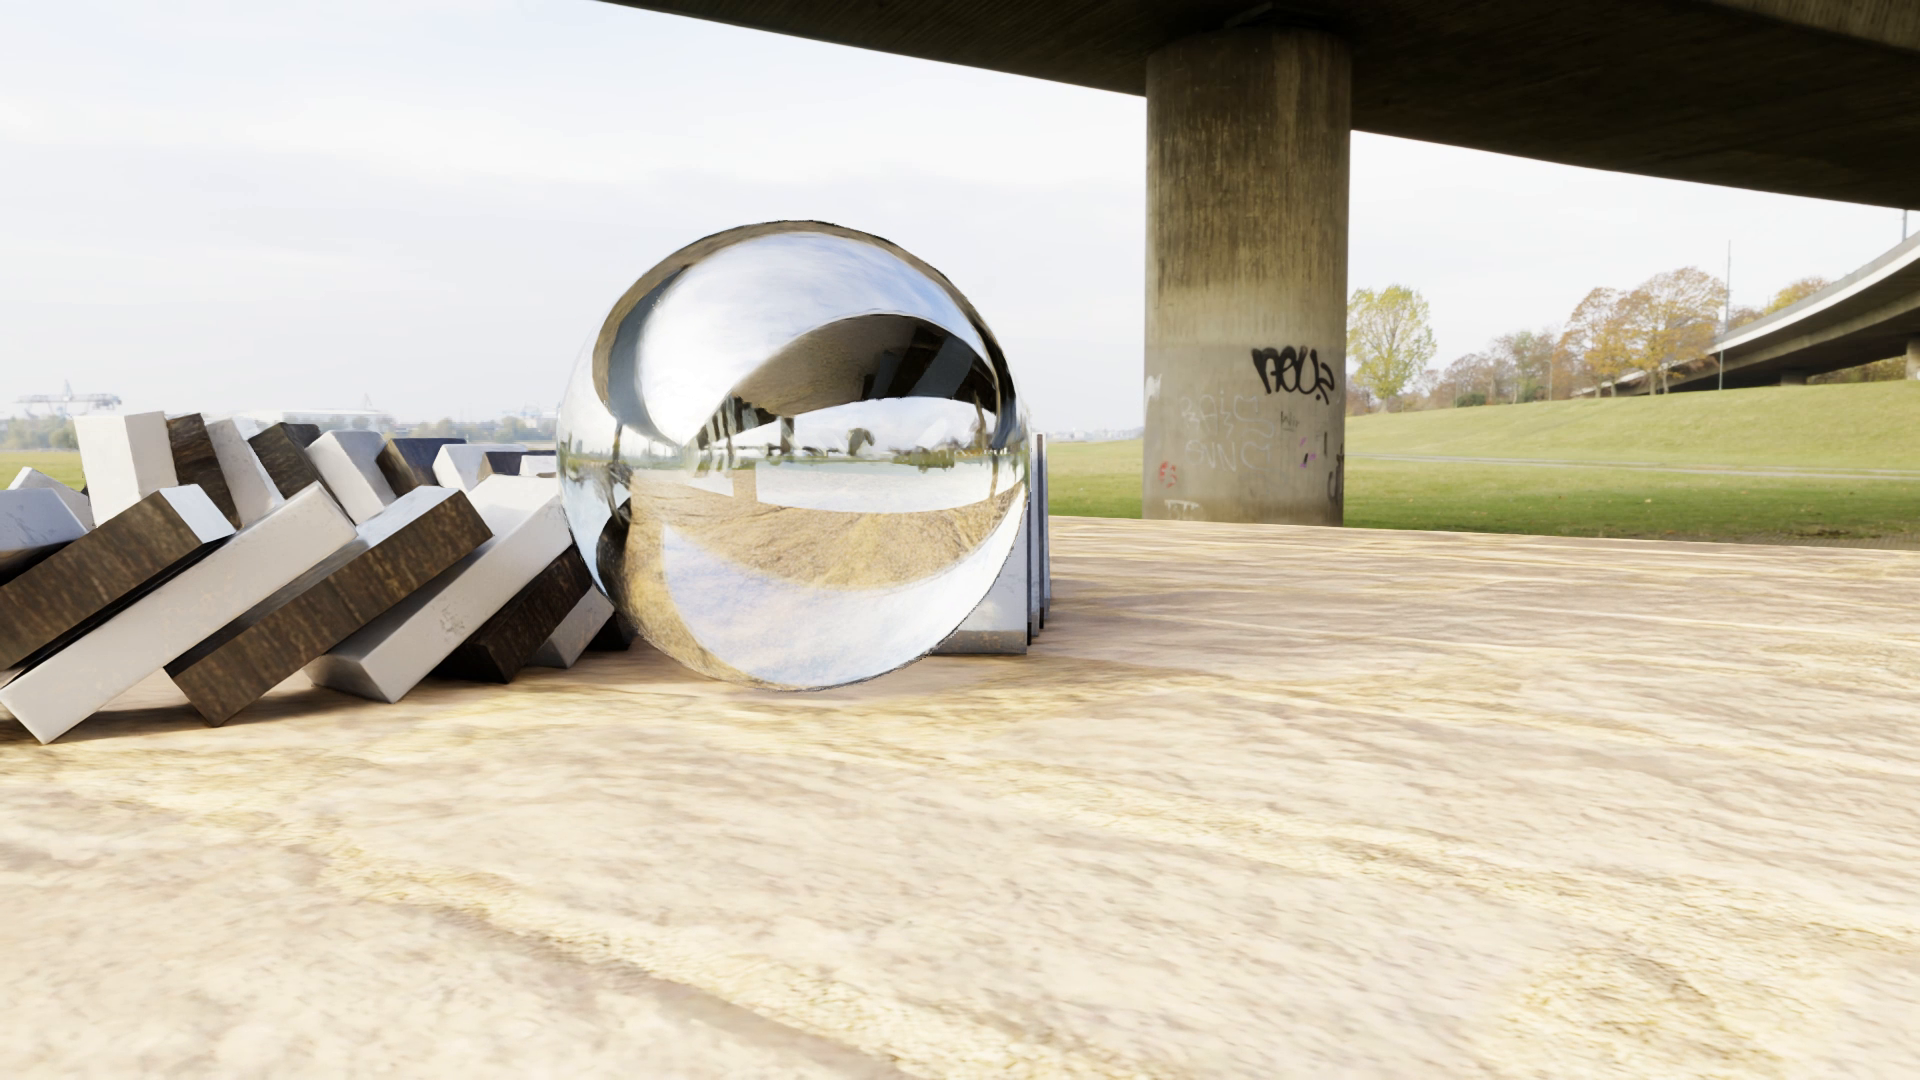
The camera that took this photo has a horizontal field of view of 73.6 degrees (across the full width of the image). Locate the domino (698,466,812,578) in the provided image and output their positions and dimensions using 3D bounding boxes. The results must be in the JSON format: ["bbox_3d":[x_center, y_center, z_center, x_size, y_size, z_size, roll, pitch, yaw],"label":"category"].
[{"bbox_3d":[-0.063,-0.007,0.428,0.025,0.009,0.050,-5,39,-49],"label":"domino"}]

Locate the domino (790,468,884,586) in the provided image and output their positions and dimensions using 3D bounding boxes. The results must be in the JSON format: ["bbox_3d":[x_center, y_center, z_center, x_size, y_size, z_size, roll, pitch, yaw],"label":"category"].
[{"bbox_3d":[-0.032,-0.005,0.404,0.025,0.009,0.050,-3,37,-35],"label":"domino"}]

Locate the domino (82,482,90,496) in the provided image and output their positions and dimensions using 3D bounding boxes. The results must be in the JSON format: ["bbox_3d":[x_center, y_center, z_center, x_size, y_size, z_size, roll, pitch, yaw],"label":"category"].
[{"bbox_3d":[-0.260,-0.007,0.423,0.050,0.009,0.025,35,-14,-27],"label":"domino"}]

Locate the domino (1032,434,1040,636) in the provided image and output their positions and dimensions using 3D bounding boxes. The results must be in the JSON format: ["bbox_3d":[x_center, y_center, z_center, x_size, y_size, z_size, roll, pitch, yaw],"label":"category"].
[{"bbox_3d":[0.005,-0.002,0.294,0.025,0.050,0.009,0,-35,2],"label":"domino"}]

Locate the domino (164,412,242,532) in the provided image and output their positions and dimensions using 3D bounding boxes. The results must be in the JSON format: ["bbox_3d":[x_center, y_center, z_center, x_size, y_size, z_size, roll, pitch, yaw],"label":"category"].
[{"bbox_3d":[-0.203,-0.008,0.341,0.025,0.050,0.009,4,22,41],"label":"domino"}]

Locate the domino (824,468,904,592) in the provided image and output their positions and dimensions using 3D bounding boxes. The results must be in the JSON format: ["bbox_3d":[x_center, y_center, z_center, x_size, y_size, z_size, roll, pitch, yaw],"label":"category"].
[{"bbox_3d":[-0.020,-0.004,0.390,0.025,0.010,0.050,-3,38,-32],"label":"domino"}]

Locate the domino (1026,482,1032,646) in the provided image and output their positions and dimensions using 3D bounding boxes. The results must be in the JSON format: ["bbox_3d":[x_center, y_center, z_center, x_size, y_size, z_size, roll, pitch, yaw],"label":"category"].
[{"bbox_3d":[0.003,-0.001,0.282,0.025,0.050,0.009,0,-34,2],"label":"domino"}]

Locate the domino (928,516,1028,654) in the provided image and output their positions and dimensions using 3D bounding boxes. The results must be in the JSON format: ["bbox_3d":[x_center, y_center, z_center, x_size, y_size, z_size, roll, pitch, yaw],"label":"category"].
[{"bbox_3d":[0.002,0.000,0.270,0.025,0.050,0.009,0,-34,3],"label":"domino"}]

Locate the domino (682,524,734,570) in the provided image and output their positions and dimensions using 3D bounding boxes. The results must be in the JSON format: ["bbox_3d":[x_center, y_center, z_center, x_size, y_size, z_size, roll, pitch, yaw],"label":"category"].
[{"bbox_3d":[-0.095,-0.008,0.447,0.050,0.009,0.025,38,22,24],"label":"domino"}]

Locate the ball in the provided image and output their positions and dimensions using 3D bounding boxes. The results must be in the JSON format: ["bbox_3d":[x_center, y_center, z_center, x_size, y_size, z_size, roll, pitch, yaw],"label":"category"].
[{"bbox_3d":[-0.028,-0.014,0.220,0.080,0.080,0.080,0,4,0],"label":"ball"}]

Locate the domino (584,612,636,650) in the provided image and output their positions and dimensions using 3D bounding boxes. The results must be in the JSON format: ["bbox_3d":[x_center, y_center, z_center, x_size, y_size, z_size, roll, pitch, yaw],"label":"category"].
[{"bbox_3d":[-0.078,0.003,0.282,0.025,0.009,0.050,1,40,9],"label":"domino"}]

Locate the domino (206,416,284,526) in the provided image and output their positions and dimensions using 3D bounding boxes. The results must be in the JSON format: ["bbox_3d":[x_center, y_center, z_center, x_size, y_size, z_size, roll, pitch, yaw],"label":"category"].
[{"bbox_3d":[-0.191,-0.009,0.354,0.010,0.050,0.025,-25,11,-14],"label":"domino"}]

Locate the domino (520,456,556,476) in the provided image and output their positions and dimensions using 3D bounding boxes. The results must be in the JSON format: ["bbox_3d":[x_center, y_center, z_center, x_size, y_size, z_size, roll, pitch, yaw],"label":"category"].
[{"bbox_3d":[-0.097,-0.002,0.334,0.025,0.009,0.050,-2,44,-31],"label":"domino"}]

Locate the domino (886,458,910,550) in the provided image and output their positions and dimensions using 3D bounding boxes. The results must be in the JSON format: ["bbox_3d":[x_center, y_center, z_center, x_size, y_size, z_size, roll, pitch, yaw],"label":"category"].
[{"bbox_3d":[-0.005,-0.004,0.374,0.025,0.009,0.050,-1,42,-14],"label":"domino"}]

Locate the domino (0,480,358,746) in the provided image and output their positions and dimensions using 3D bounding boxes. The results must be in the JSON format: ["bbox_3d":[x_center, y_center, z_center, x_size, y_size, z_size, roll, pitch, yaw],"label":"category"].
[{"bbox_3d":[-0.119,0.009,0.199,0.050,0.009,0.025,-39,20,-19],"label":"domino"}]

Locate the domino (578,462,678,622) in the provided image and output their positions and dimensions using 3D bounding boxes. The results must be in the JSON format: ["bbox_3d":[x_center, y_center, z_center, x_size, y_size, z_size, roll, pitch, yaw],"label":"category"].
[{"bbox_3d":[-0.084,0.000,0.319,0.025,0.009,0.050,-1,42,-8],"label":"domino"}]

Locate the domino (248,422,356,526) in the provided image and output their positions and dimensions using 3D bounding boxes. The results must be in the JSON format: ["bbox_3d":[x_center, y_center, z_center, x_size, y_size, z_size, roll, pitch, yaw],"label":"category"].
[{"bbox_3d":[-0.176,-0.009,0.360,0.010,0.050,0.025,-30,6,-3],"label":"domino"}]

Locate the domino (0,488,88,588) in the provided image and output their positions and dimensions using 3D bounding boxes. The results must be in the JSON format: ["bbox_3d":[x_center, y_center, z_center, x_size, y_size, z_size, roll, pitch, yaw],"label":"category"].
[{"bbox_3d":[-0.153,0.011,0.180,0.050,0.009,0.025,-35,7,-2],"label":"domino"}]

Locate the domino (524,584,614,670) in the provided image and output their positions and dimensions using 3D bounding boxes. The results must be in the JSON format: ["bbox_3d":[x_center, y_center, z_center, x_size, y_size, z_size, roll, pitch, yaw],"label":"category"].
[{"bbox_3d":[-0.078,0.005,0.262,0.025,0.010,0.050,2,39,24],"label":"domino"}]

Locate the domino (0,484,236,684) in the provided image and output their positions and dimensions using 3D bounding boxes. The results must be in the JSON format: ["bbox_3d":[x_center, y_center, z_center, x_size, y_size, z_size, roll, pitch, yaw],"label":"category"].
[{"bbox_3d":[-0.135,0.010,0.189,0.050,0.010,0.025,-37,15,-13],"label":"domino"}]

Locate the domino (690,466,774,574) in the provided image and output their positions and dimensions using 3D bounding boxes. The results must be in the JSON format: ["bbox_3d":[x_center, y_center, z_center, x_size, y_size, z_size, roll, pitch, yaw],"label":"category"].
[{"bbox_3d":[-0.079,-0.008,0.438,0.050,0.010,0.025,40,25,27],"label":"domino"}]

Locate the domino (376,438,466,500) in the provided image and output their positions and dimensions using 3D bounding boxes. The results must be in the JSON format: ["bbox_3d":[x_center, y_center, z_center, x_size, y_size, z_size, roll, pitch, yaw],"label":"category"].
[{"bbox_3d":[-0.141,-0.007,0.364,0.009,0.050,0.025,-43,-16,24],"label":"domino"}]

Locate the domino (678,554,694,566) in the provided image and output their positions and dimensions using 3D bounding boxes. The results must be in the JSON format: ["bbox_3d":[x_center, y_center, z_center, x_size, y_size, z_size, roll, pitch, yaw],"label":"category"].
[{"bbox_3d":[-0.113,-0.009,0.454,0.050,0.009,0.025,37,18,19],"label":"domino"}]

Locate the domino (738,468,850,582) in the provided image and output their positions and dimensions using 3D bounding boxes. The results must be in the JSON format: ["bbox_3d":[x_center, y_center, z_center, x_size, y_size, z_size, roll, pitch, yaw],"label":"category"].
[{"bbox_3d":[-0.048,-0.006,0.416,0.025,0.009,0.050,-4,38,-45],"label":"domino"}]

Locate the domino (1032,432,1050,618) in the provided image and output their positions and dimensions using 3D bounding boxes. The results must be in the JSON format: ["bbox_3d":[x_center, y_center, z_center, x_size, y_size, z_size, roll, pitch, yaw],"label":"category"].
[{"bbox_3d":[0.009,-0.004,0.319,0.025,0.050,0.009,1,-34,1],"label":"domino"}]

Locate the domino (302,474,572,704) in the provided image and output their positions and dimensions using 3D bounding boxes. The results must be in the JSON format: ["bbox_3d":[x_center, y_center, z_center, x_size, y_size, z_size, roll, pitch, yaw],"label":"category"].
[{"bbox_3d":[-0.092,0.007,0.230,0.025,0.009,0.050,5,40,35],"label":"domino"}]

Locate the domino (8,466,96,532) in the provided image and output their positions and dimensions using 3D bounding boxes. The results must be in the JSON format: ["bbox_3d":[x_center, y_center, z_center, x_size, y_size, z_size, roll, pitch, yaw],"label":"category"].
[{"bbox_3d":[-0.273,-0.006,0.408,0.025,0.009,0.050,5,-27,49],"label":"domino"}]

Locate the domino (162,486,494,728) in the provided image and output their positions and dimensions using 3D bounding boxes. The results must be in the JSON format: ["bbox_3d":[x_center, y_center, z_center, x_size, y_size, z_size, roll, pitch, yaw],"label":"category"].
[{"bbox_3d":[-0.105,0.009,0.212,0.050,0.010,0.025,-41,26,-28],"label":"domino"}]

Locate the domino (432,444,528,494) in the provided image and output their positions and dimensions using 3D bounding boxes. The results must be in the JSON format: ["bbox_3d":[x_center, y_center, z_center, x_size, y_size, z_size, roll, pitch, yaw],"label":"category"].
[{"bbox_3d":[-0.125,-0.005,0.358,0.025,0.050,0.009,-5,-38,-49],"label":"domino"}]

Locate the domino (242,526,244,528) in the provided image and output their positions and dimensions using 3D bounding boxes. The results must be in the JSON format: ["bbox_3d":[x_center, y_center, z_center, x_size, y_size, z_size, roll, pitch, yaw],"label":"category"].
[{"bbox_3d":[-0.244,-0.008,0.434,0.050,0.010,0.025,33,-8,-20],"label":"domino"}]

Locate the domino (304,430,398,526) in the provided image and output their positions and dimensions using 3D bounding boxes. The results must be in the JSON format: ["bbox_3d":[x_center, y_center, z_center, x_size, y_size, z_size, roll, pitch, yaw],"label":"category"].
[{"bbox_3d":[-0.160,-0.008,0.363,0.009,0.050,0.025,-35,1,7],"label":"domino"}]

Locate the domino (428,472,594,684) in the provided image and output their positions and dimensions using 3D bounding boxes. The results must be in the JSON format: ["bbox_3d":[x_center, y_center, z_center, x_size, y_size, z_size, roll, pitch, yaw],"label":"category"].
[{"bbox_3d":[-0.084,0.006,0.247,0.025,0.009,0.050,3,40,24],"label":"domino"}]

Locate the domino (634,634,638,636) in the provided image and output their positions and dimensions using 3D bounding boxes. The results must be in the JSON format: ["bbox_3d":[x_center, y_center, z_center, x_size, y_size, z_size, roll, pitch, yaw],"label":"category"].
[{"bbox_3d":[-0.079,0.001,0.301,0.025,0.009,0.050,0,41,2],"label":"domino"}]

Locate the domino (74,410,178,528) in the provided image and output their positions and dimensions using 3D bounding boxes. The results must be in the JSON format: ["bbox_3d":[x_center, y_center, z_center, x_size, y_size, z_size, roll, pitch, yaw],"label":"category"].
[{"bbox_3d":[-0.210,-0.007,0.328,0.025,0.050,0.010,3,13,31],"label":"domino"}]

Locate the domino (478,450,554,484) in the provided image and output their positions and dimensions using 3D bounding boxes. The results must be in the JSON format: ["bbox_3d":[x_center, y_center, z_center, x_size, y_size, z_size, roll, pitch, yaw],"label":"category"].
[{"bbox_3d":[-0.110,-0.004,0.347,0.025,0.009,0.050,-4,48,-40],"label":"domino"}]

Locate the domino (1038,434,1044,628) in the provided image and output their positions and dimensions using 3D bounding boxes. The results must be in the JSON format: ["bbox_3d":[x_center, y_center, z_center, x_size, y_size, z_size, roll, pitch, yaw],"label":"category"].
[{"bbox_3d":[0.007,-0.003,0.306,0.025,0.050,0.010,0,-34,2],"label":"domino"}]
